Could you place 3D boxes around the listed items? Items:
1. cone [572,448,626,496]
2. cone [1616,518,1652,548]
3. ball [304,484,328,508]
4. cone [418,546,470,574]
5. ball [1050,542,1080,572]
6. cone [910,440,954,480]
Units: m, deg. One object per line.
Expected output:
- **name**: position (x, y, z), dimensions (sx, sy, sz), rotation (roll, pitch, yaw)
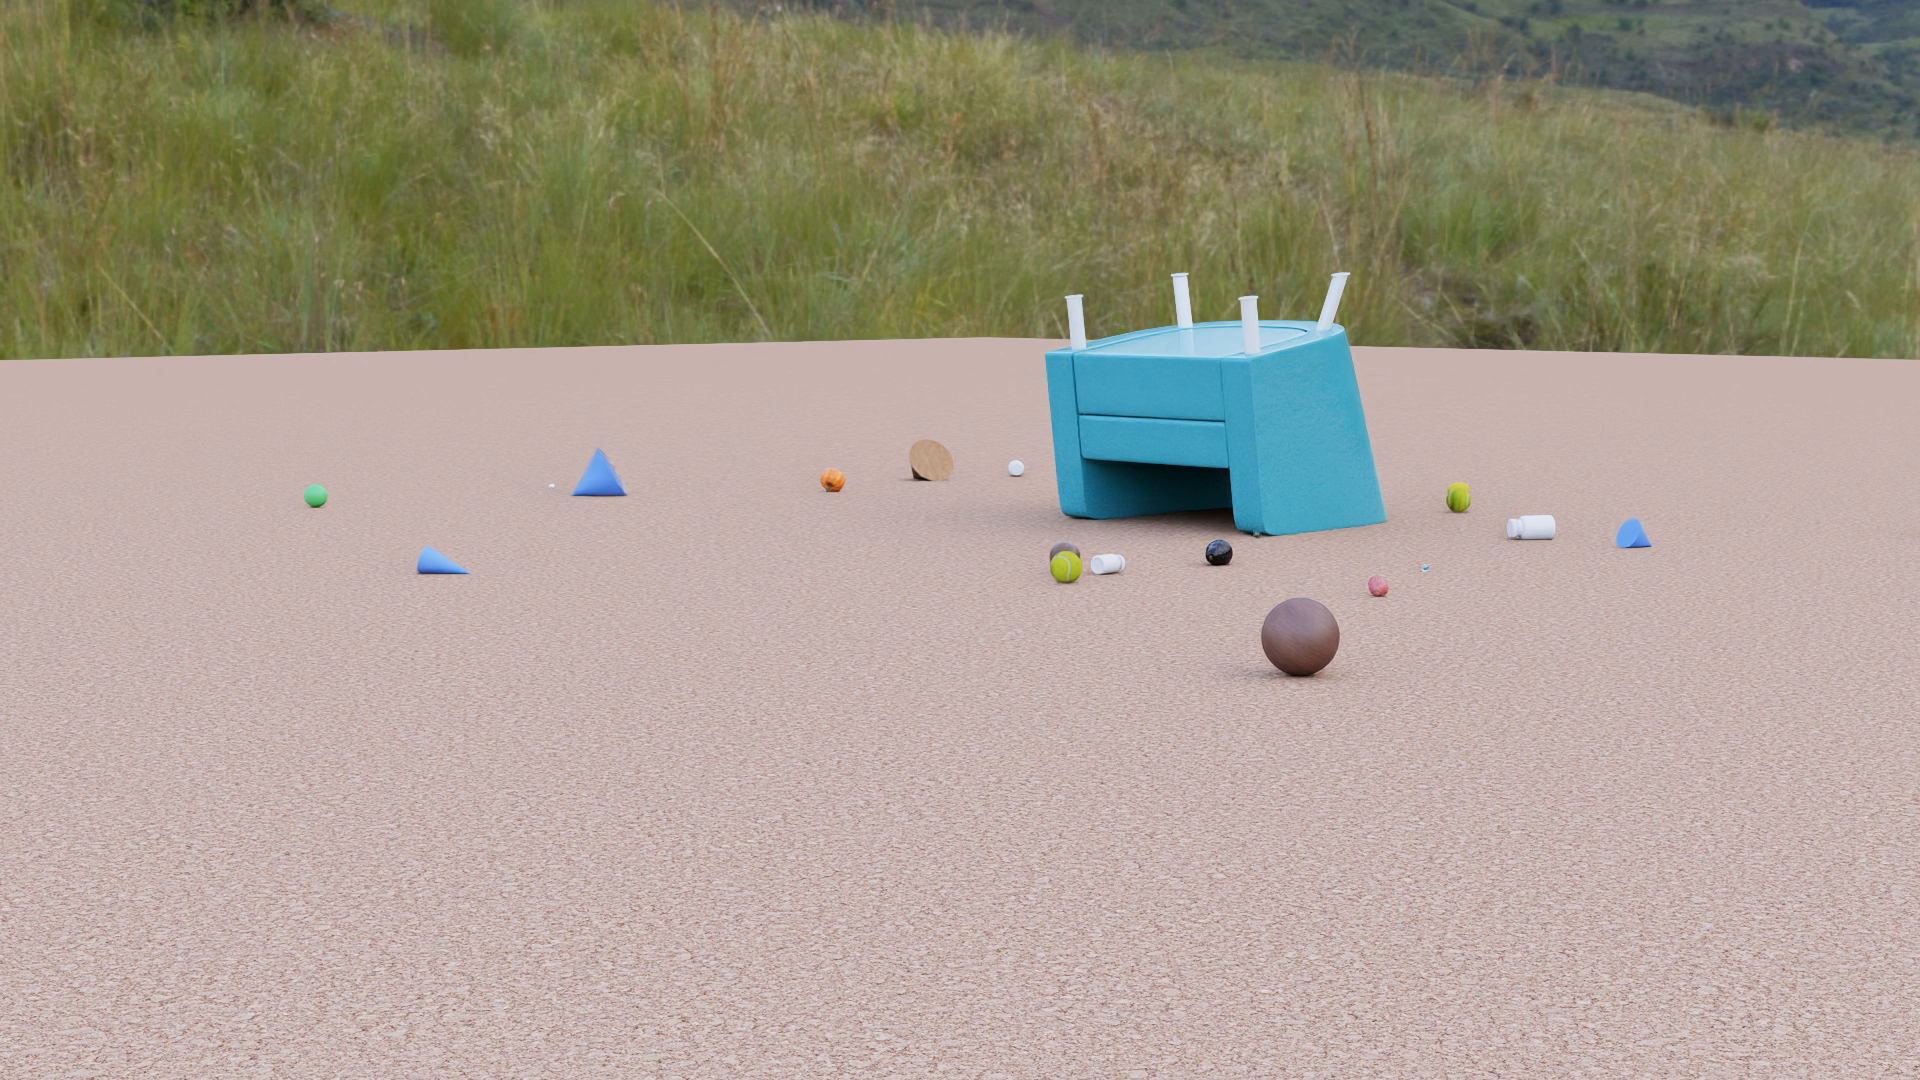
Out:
- **cone**: position (-1.107, -0.171, 7.709), dimensions (0.145, 0.168, 0.187), rotation (-31, 18, -2)
- **cone**: position (1.656, -0.001, 6.244), dimensions (0.079, 0.080, 0.084), rotation (27, 29, -22)
- **ball**: position (-1.837, -0.126, 7.317), dimensions (0.065, 0.065, 0.065), rotation (0, 6, 0)
- **cone**: position (-1.136, 0.060, 5.690), dimensions (0.114, 0.061, 0.067), rotation (16, 9, 9)
- **ball**: position (0.233, 0.038, 5.706), dimensions (0.069, 0.069, 0.069), rotation (0, 6, 0)
- **cone**: position (-0.122, -0.231, 8.335), dimensions (0.163, 0.149, 0.130), rotation (-6, -22, -33)
